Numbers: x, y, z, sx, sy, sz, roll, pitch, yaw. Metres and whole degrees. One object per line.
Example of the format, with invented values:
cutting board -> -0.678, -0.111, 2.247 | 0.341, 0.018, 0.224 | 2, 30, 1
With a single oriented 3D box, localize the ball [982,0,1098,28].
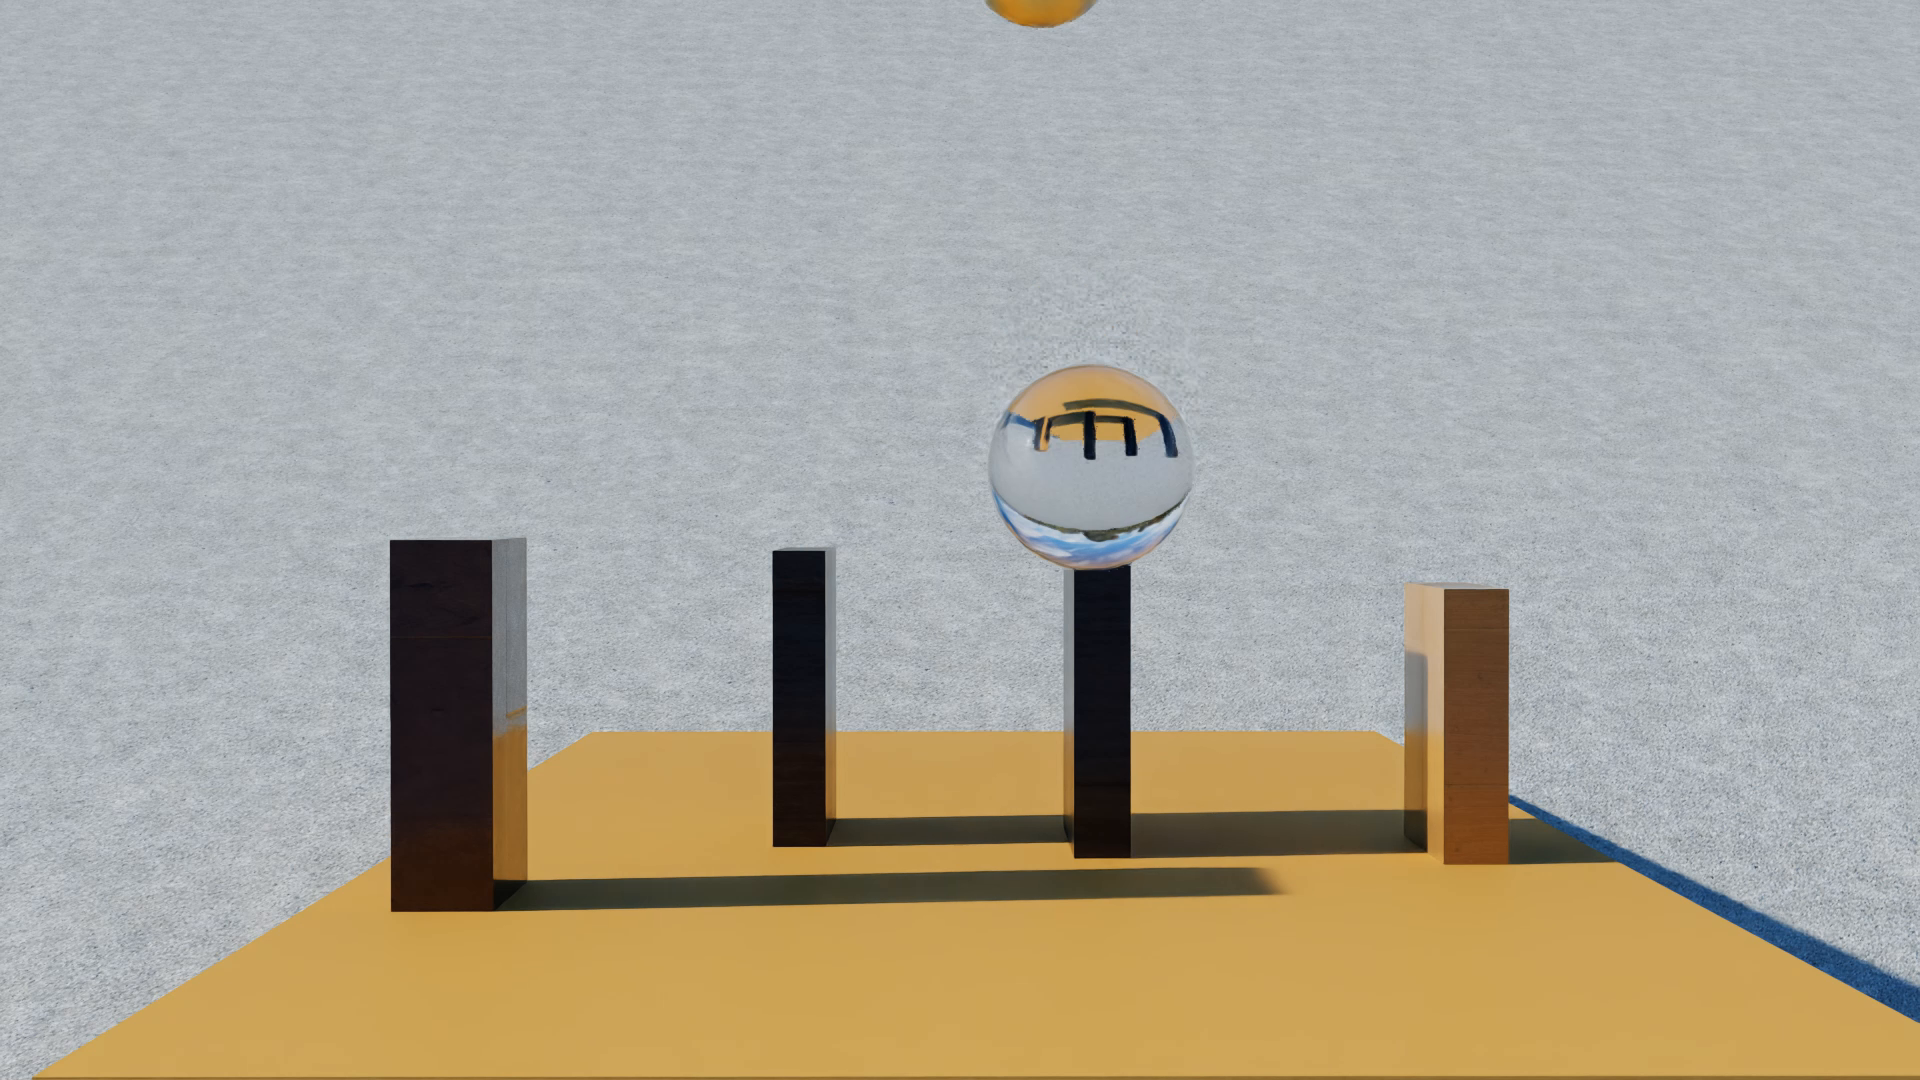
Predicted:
ball -> 0.072, -0.525, 2.300 | 0.136, 0.136, 0.136 | 0, 28, 0

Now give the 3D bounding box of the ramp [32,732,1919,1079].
ramp -> 0.063, 0.565, 4.604 | 2.000, 0.100, 4.000 | 0, 1, 0

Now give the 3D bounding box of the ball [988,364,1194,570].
ball -> 0.126, -0.070, 2.476 | 0.198, 0.198, 0.198 | 0, 28, 0

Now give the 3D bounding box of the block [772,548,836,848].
block -> -0.272, 0.266, 4.551 | 0.089, 0.500, 0.389 | 0, 1, 0

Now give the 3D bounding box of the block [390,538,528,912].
block -> -0.735, 0.262, 3.807 | 0.145, 0.528, 0.293 | 0, 1, 0

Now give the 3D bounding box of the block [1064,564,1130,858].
block -> 0.232, 0.240, 4.422 | 0.092, 0.554, 0.427 | 0, 1, 0

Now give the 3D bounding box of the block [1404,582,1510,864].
block -> 0.827, 0.297, 4.319 | 0.104, 0.442, 0.364 | 0, 1, 0
